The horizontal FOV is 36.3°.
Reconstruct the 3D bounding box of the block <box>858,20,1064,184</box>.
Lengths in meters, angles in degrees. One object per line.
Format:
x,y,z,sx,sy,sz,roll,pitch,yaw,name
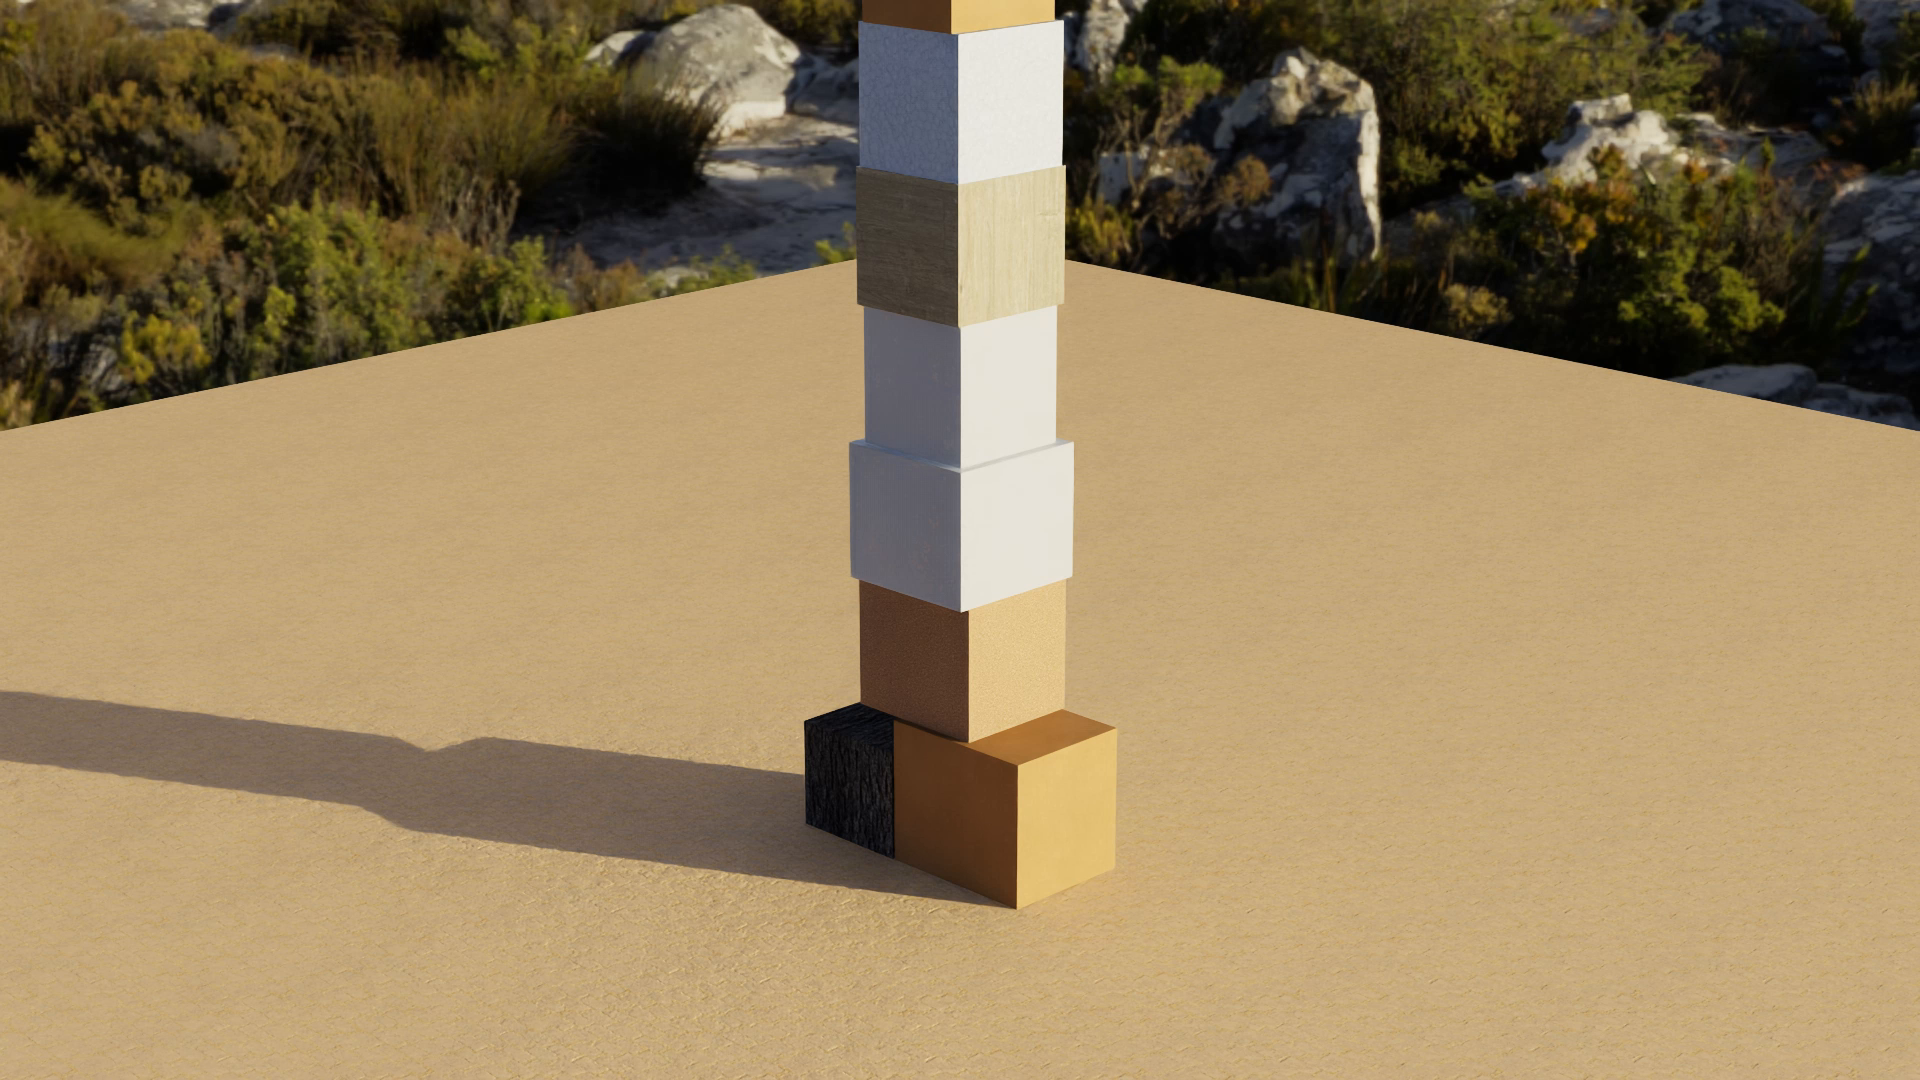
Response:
0.005,-1.938,12.737,0.641,0.630,0.611,-17,24,-42,block

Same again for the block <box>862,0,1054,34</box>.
-0.006,-2.512,12.546,0.626,0.579,0.542,-17,24,-42,block

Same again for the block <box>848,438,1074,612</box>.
0.006,-0.137,13.305,0.720,0.638,0.714,-17,24,-42,block

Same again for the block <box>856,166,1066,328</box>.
0.003,-1.343,12.923,0.663,0.618,0.636,-17,24,-42,block

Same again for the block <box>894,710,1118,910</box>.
0.206,1.169,13.473,0.650,0.691,0.788,-17,24,-42,block

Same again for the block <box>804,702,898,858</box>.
-0.294,1.100,13.971,0.656,0.525,0.600,-17,24,-42,block

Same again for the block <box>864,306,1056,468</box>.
0.002,-0.744,13.110,0.602,0.637,0.610,-17,24,-42,block

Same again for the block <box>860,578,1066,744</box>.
0.011,0.467,13.500,0.627,0.631,0.711,-17,24,-42,block
